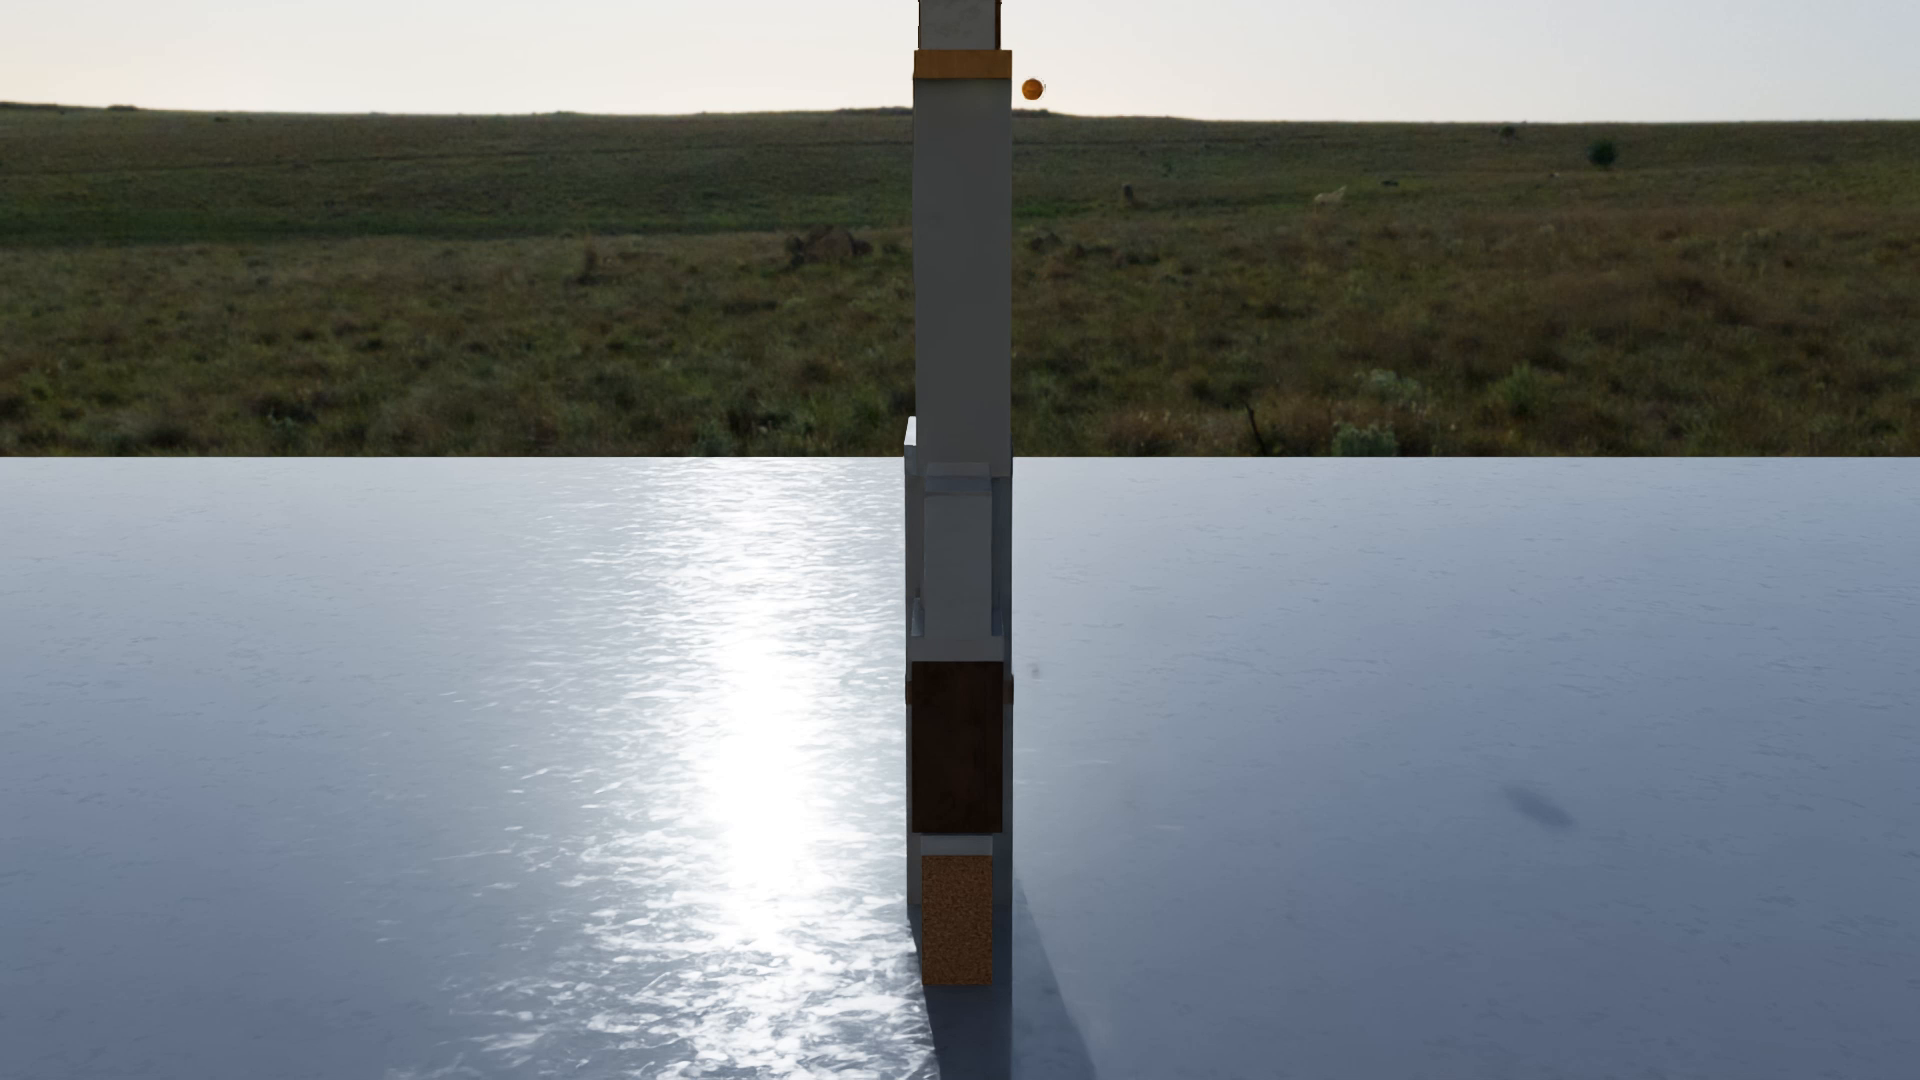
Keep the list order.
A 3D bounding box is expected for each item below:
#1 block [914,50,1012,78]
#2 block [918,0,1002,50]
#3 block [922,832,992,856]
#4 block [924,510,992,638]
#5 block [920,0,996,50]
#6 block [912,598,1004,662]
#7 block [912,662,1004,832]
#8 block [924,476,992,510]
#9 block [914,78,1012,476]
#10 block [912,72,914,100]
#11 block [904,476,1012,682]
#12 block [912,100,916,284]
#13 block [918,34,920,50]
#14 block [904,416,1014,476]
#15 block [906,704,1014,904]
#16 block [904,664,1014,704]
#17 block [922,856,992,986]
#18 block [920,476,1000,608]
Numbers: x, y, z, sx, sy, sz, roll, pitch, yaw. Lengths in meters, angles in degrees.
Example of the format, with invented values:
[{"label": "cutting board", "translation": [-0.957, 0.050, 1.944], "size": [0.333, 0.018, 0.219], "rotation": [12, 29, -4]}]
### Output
[{"label": "block", "translation": [0.005, -0.690, 3.208], "size": [0.138, 0.039, 0.275], "rotation": [0, 11, 0]}, {"label": "block", "translation": [0.000, -0.792, 3.439], "size": [0.128, 0.394, 0.036], "rotation": [-1, 11, 0]}, {"label": "block", "translation": [-0.004, 0.428, 3.318], "size": [0.104, 0.030, 0.209], "rotation": [0, 11, 0]}, {"label": "block", "translation": [-0.003, 0.045, 3.126], "size": [0.094, 0.189, 0.027], "rotation": [0, 11, 0]}, {"label": "block", "translation": [-0.003, -0.819, 3.202], "size": [0.108, 0.216, 0.031], "rotation": [0, 11, 0]}, {"label": "block", "translation": [-0.004, 0.131, 3.281], "size": [0.132, 0.037, 0.265], "rotation": [0, 11, 0]}, {"label": "block", "translation": [-0.004, 0.296, 3.221], "size": [0.132, 0.265, 0.037], "rotation": [0, 11, 0]}, {"label": "block", "translation": [-0.002, -0.073, 3.169], "size": [0.094, 0.027, 0.189], "rotation": [0, 10, 0]}, {"label": "block", "translation": [0.005, -0.376, 3.173], "size": [0.138, 0.567, 0.039], "rotation": [0, 10, 0]}, {"label": "block", "translation": [-0.004, -0.748, 3.636], "size": [0.147, 0.042, 0.294], "rotation": [0, 10, 0]}, {"label": "block", "translation": [-0.002, 0.054, 3.462], "size": [0.167, 0.334, 0.047], "rotation": [0, 11, 0]}, {"label": "block", "translation": [-0.003, -0.564, 3.569], "size": [0.147, 0.294, 0.042], "rotation": [0, 10, 0]}, {"label": "block", "translation": [-0.005, -0.891, 3.594], "size": [0.128, 0.256, 0.036], "rotation": [0, 10, 0]}, {"label": "block", "translation": [-0.002, -0.154, 3.537], "size": [0.167, 0.047, 0.334], "rotation": [0, 11, 0]}, {"label": "block", "translation": [-0.001, 0.424, 3.610], "size": [0.174, 0.348, 0.049], "rotation": [0, 11, 0]}, {"label": "block", "translation": [-0.001, 0.207, 3.688], "size": [0.174, 0.049, 0.348], "rotation": [0, 11, 0]}, {"label": "block", "translation": [-0.004, 0.558, 3.271], "size": [0.104, 0.209, 0.030], "rotation": [0, 11, 0]}, {"label": "block", "translation": [-0.001, -0.132, 3.299], "size": [0.118, 0.474, 0.033], "rotation": [0, 11, 0]}]
